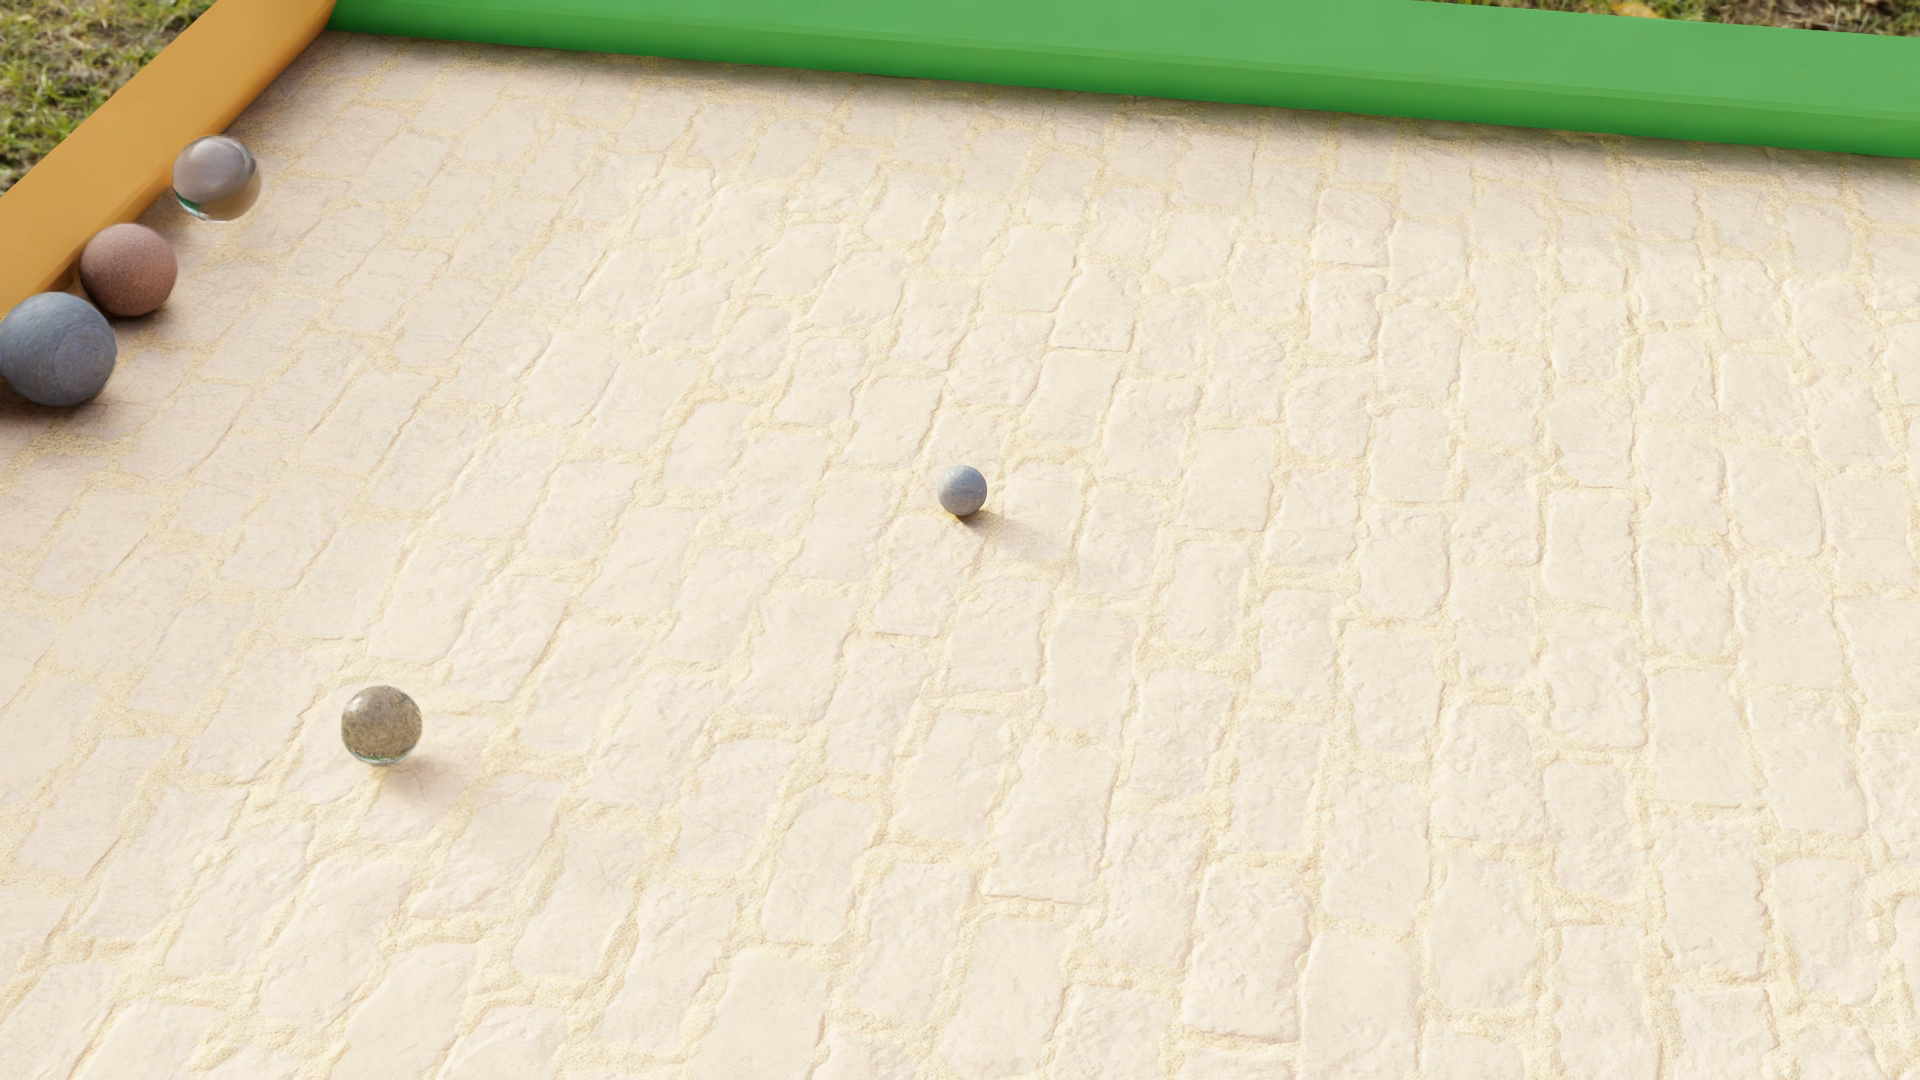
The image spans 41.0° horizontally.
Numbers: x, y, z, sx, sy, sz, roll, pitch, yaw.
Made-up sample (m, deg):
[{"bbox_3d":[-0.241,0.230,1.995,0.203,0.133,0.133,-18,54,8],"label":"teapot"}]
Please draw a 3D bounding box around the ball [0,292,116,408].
[{"bbox_3d":[-0.755,-0.159,2.141,0.096,0.096,0.096,0,34,0],"label":"ball"}]

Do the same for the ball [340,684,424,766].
[{"bbox_3d":[-0.397,0.127,1.759,0.056,0.056,0.056,0,34,0],"label":"ball"}]

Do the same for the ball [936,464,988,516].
[{"bbox_3d":[0.002,-0.039,2.016,0.040,0.040,0.040,0,34,0],"label":"ball"}]

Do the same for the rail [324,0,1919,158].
[{"bbox_3d":[1.032,-0.410,2.481,3.535,0.124,0.045,6,35,9],"label":"rail"}]

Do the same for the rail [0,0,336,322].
[{"bbox_3d":[-0.844,-0.117,2.054,0.045,0.124,1.778,6,35,9],"label":"rail"}]

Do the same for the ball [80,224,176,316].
[{"bbox_3d":[-0.736,-0.238,2.270,0.082,0.082,0.082,0,34,0],"label":"ball"}]

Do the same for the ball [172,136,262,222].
[{"bbox_3d":[-0.701,-0.340,2.420,0.081,0.081,0.081,0,34,0],"label":"ball"}]
